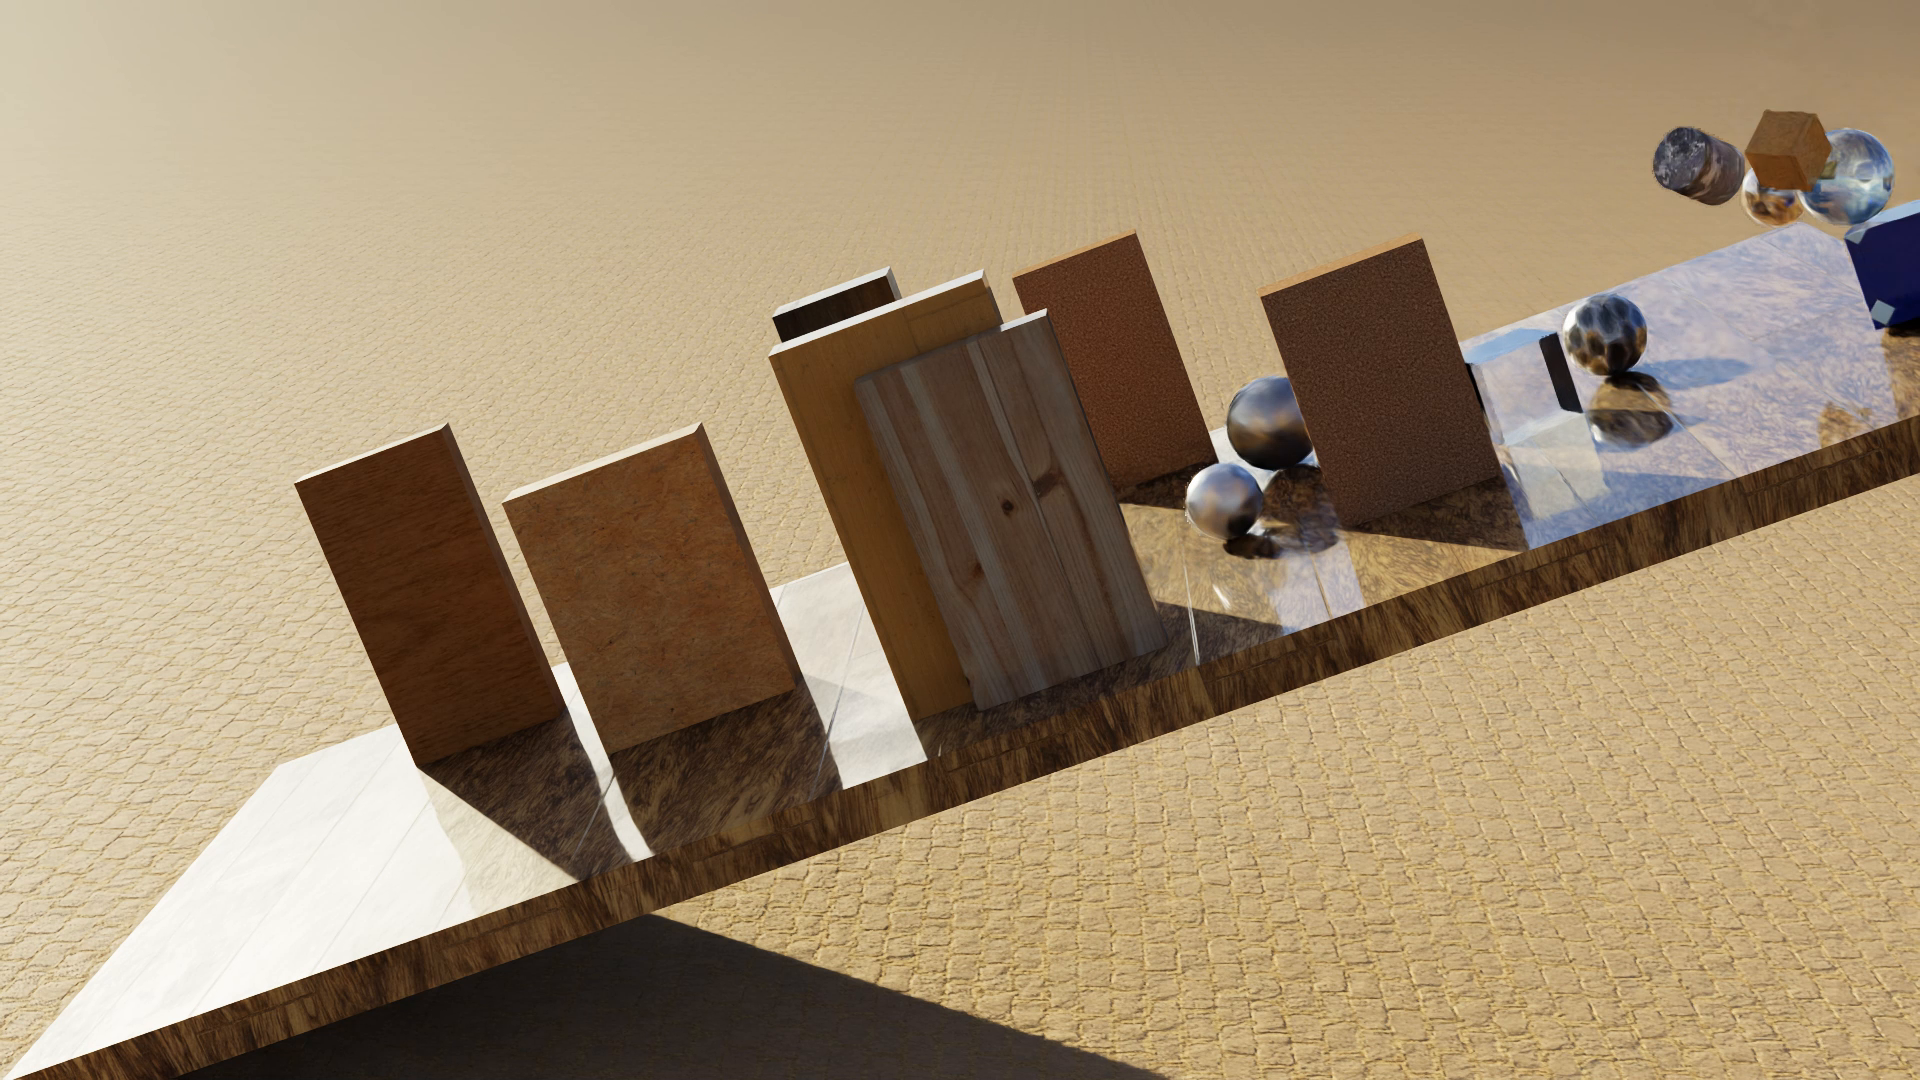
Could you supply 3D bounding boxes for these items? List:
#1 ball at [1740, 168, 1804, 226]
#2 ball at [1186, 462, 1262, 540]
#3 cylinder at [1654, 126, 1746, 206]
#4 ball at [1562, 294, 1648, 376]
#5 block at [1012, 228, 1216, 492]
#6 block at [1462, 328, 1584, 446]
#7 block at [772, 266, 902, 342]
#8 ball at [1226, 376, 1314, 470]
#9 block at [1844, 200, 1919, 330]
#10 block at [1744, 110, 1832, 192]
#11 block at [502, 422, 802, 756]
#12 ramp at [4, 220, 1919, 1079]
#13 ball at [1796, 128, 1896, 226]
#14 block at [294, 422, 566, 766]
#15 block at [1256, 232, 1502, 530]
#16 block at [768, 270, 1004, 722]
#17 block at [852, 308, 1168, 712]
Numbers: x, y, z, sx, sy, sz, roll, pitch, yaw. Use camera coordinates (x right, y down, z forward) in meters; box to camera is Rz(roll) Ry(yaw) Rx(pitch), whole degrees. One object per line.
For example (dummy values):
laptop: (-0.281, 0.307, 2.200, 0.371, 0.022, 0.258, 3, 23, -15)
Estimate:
ball: (1.674, -0.713, 6.035, 0.140, 0.140, 0.140, 0, 13, 0)
ball: (0.545, -0.079, 6.064, 0.159, 0.159, 0.159, 0, 13, 0)
cylinder: (1.479, -0.747, 5.883, 0.128, 0.128, 0.128, 13, 3, -37)
ball: (1.361, -0.433, 6.205, 0.176, 0.176, 0.176, 0, 13, 0)
block: (0.363, -0.413, 6.916, 0.304, 0.560, 0.096, -20, 12, 7)
block: (1.139, -0.316, 6.052, 0.179, 0.179, 0.179, -23, 12, -10)
block: (-0.149, -0.203, 6.426, 0.262, 0.730, 0.146, -20, 12, 7)
ball: (0.692, -0.258, 6.498, 0.209, 0.209, 0.209, 0, 13, 0)
block: (1.869, -0.550, 5.744, 0.195, 0.195, 0.195, -17, 8, 30)
block: (1.590, -0.747, 5.644, 0.105, 0.105, 0.105, 12, -26, 41)
block: (-0.651, 0.104, 6.256, 0.437, 0.587, 0.123, -20, 12, 7)
ramp: (0.117, 0.176, 6.296, 4.000, 0.100, 2.000, -20, 12, 7)
ball: (1.738, -0.713, 5.781, 0.191, 0.191, 0.191, 0, 13, 0)
block: (-1.223, 0.130, 6.814, 0.366, 0.721, 0.086, -20, 12, 7)
block: (0.827, -0.314, 5.799, 0.331, 0.495, 0.113, -20, 12, 7)
block: (-0.024, -0.081, 5.580, 0.425, 0.754, 0.119, -20, 12, 7)
block: (0.097, -0.053, 5.469, 0.377, 0.660, 0.084, -20, 12, 7)
